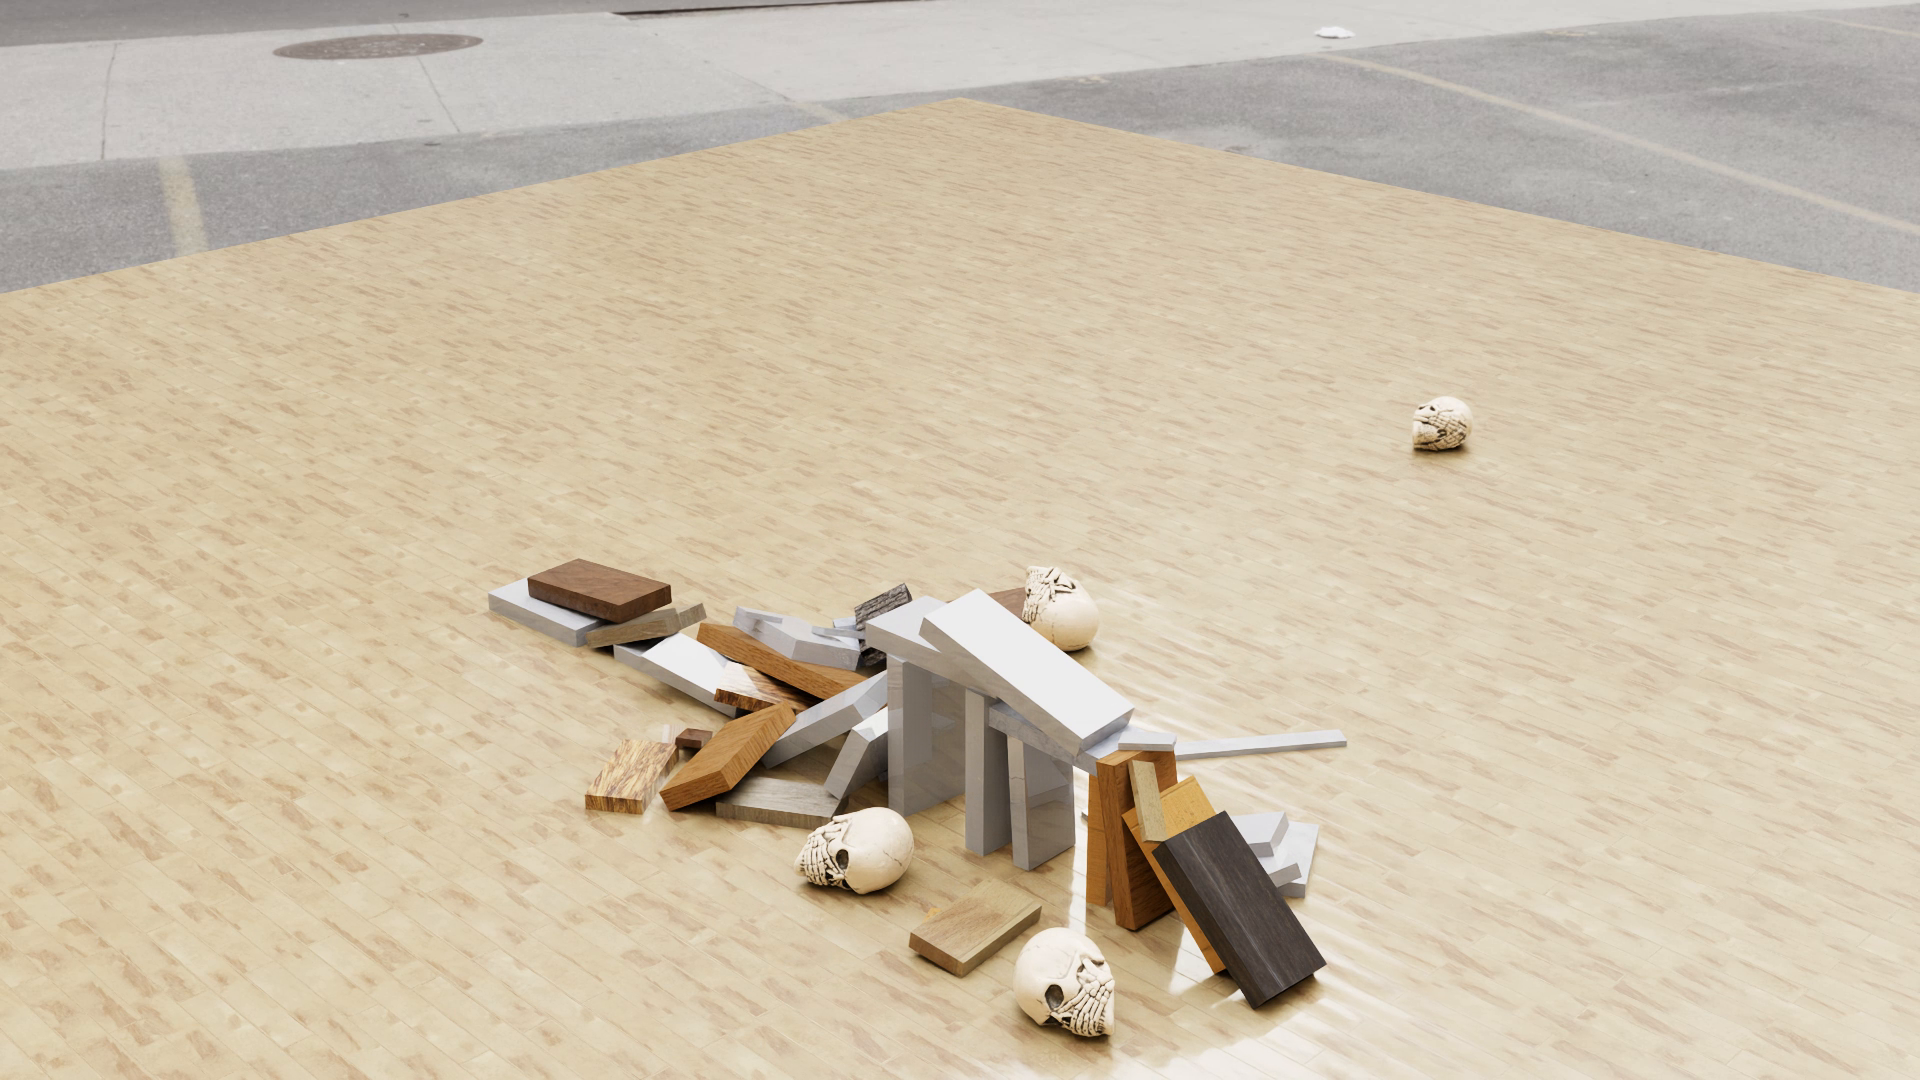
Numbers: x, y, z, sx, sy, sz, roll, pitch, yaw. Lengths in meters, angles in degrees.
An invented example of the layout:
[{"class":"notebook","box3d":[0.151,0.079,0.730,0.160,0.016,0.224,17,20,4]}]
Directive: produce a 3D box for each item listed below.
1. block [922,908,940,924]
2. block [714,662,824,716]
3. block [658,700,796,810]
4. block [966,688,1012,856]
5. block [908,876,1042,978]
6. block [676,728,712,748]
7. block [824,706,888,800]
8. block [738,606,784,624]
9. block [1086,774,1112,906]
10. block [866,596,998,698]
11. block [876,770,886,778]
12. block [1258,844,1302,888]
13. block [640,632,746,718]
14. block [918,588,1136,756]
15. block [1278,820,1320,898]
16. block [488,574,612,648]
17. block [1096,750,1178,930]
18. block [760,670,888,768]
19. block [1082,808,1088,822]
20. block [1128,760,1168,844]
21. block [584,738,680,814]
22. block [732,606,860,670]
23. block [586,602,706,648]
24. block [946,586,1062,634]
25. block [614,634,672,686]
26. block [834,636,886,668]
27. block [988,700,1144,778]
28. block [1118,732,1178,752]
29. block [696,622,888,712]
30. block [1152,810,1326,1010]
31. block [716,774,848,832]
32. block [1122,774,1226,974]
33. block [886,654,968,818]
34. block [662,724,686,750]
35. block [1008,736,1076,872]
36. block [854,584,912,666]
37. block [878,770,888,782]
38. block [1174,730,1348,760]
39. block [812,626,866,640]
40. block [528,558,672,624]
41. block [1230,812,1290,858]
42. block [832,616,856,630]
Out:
[{"class":"block","box3d":[-0.045,0.715,4.056,0.052,0.015,0.103,7,24,16]},{"class":"block","box3d":[-0.410,0.340,4.836,0.238,0.034,0.119,15,27,0]},{"class":"block","box3d":[-0.478,0.445,4.560,0.162,0.046,0.323,-22,12,28]},{"class":"block","box3d":[0.090,0.428,4.306,0.175,0.349,0.049,-21,31,-40]},{"class":"block","box3d":[0.030,0.706,4.028,0.121,0.034,0.242,25,32,29]},{"class":"block","box3d":[-0.568,0.423,4.696,0.056,0.016,0.112,7,6,5]},{"class":"block","box3d":[-0.143,0.404,4.530,0.046,0.163,0.327,37,32,17]},{"class":"block","box3d":[-0.454,0.172,5.004,0.093,0.013,0.046,13,5,-30]},{"class":"block","box3d":[0.286,0.533,4.145,0.040,0.281,0.140,11,25,24]},{"class":"block","box3d":[0.000,0.207,4.316,0.349,0.049,0.175,20,30,39]},{"class":"block","box3d":[-0.190,0.463,4.648,0.059,0.017,0.119,-18,29,-36]},{"class":"block","box3d":[0.557,0.608,4.197,0.113,0.032,0.227,-21,17,-6]},{"class":"block","box3d":[-0.570,0.300,4.924,0.265,0.037,0.132,25,34,22]},{"class":"block","box3d":[0.124,0.245,4.136,0.401,0.046,0.162,37,40,25]},{"class":"block","box3d":[0.627,0.615,4.269,0.113,0.032,0.227,6,24,14]},{"class":"block","box3d":[-0.970,0.167,5.309,0.328,0.046,0.164,19,29,37]},{"class":"block","box3d":[0.341,0.538,4.073,0.163,0.326,0.046,-22,20,-41]},{"class":"block","box3d":[-0.269,0.371,4.576,0.323,0.046,0.162,-28,8,41]},{"class":"block","box3d":[0.292,0.564,4.412,0.050,0.014,0.101,-13,26,-28]},{"class":"block","box3d":[0.338,0.472,3.960,0.050,0.014,0.152,11,58,-34]},{"class":"block","box3d":[-0.678,0.490,4.563,0.121,0.034,0.242,4,23,10]},{"class":"block","box3d":[-0.377,0.223,5.013,0.163,0.046,0.327,12,5,-31]},{"class":"block","box3d":[-0.730,0.199,5.112,0.265,0.037,0.132,-10,9,38]},{"class":"block","box3d":[0.049,0.190,5.254,0.357,0.046,0.164,-10,25,-22]},{"class":"block","box3d":[-0.661,0.276,5.063,0.265,0.037,0.132,20,30,39]},{"class":"block","box3d":[-0.215,0.250,5.128,0.238,0.034,0.119,-10,25,-22]},{"class":"block","box3d":[0.204,0.357,4.145,0.140,0.040,0.281,-21,32,-41]},{"class":"block","box3d":[0.344,0.369,4.033,0.101,0.014,0.050,0,19,16]},{"class":"block","box3d":[-0.340,0.292,4.880,0.590,0.046,0.163,19,6,43]},{"class":"block","box3d":[0.496,0.654,3.911,0.163,0.046,0.326,-19,69,-38]},{"class":"block","box3d":[-0.359,0.533,4.461,0.242,0.034,0.121,6,24,13]},{"class":"block","box3d":[0.443,0.605,3.996,0.163,0.326,0.046,-22,-13,-41]},{"class":"block","box3d":[-0.062,0.371,4.438,0.175,0.349,0.049,-18,29,-36]},{"class":"block","box3d":[-0.618,0.425,4.742,0.046,0.013,0.093,-2,23,-4]},{"class":"block","box3d":[0.159,0.484,4.258,0.040,0.281,0.140,16,27,41]},{"class":"block","box3d":[-0.170,0.193,5.091,0.134,0.038,0.268,-27,21,4]},{"class":"block","box3d":[-0.115,0.472,4.544,0.059,0.017,0.119,-18,-6,-36]},{"class":"block","box3d":[0.636,0.439,4.708,0.384,0.015,0.052,-4,23,-9]},{"class":"block","box3d":[-0.276,0.211,5.007,0.113,0.016,0.056,8,-1,-34]},{"class":"block","box3d":[-0.865,0.120,5.271,0.328,0.046,0.164,14,25,37]},{"class":"block","box3d":[0.510,0.576,4.238,0.227,0.032,0.113,-10,19,28]},{"class":"block","box3d":[-0.270,0.202,5.222,0.056,0.016,0.112,-8,8,-6]}]
